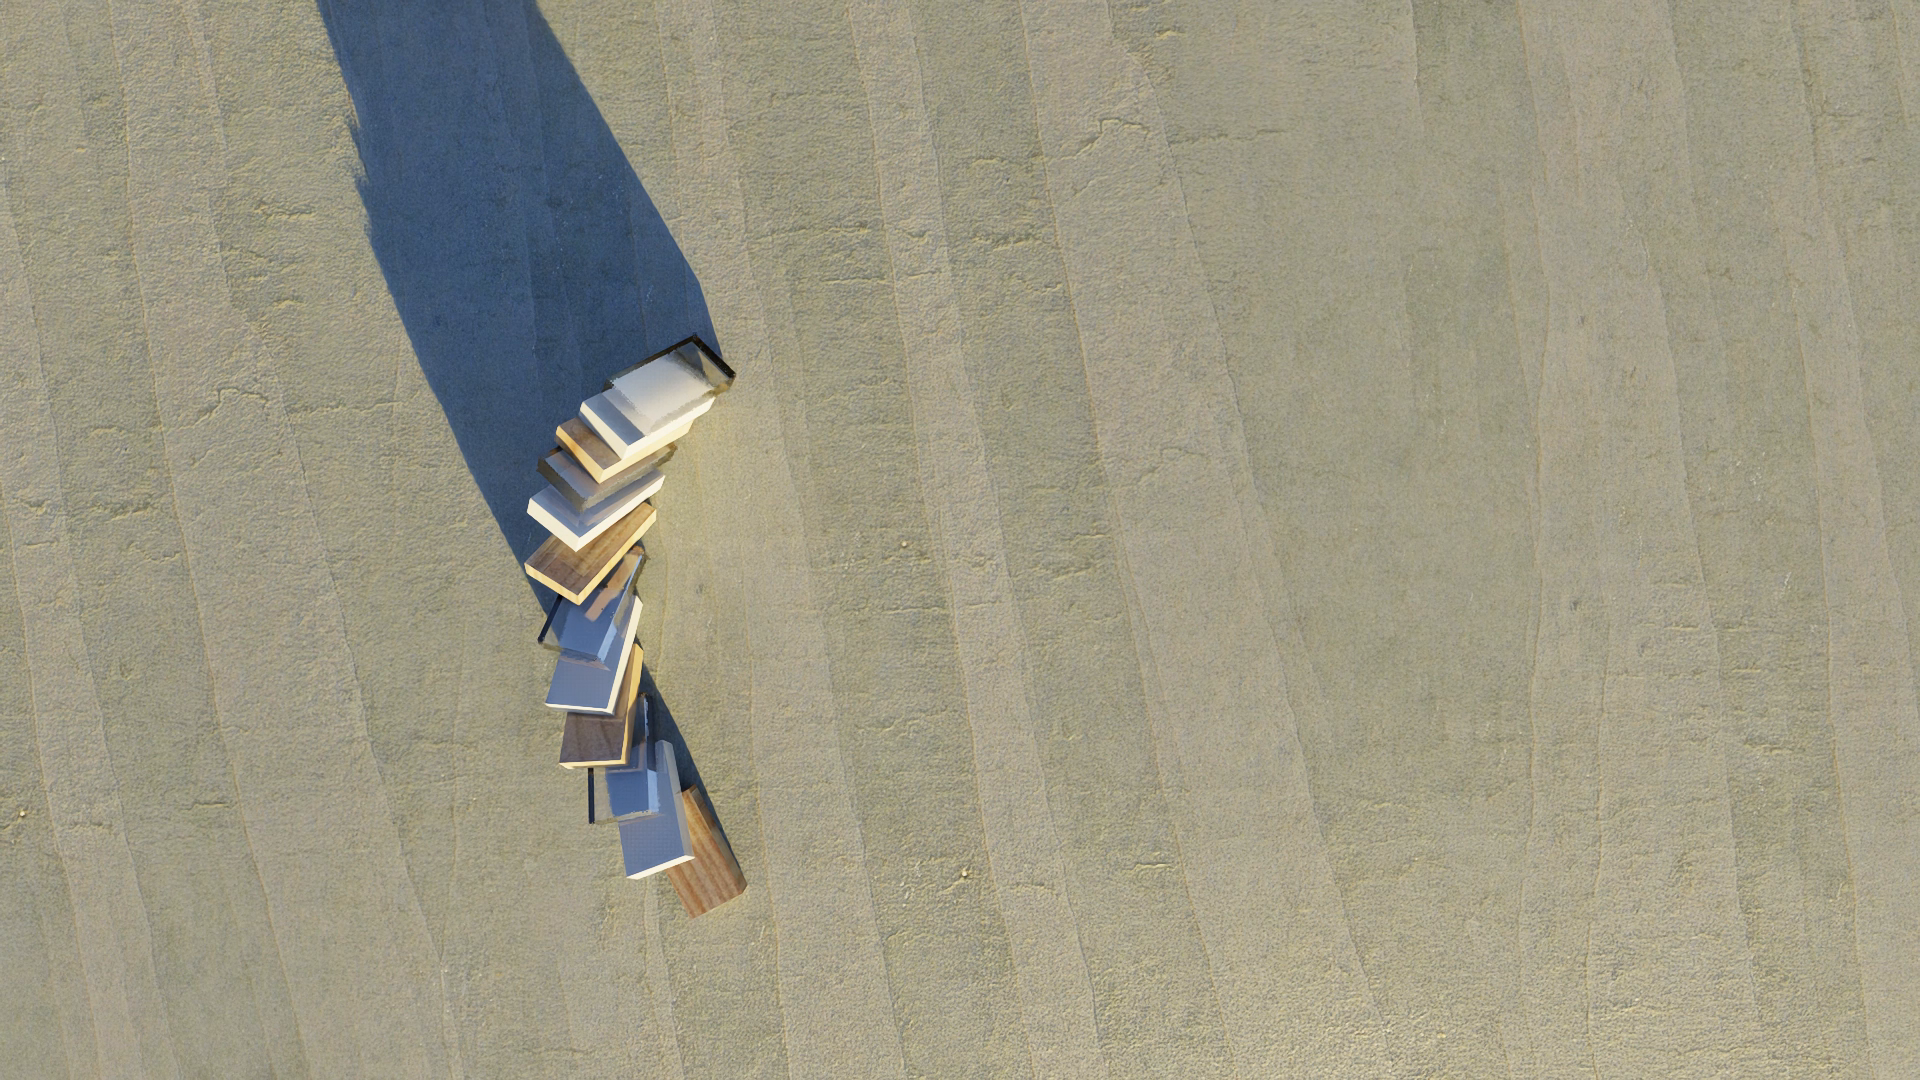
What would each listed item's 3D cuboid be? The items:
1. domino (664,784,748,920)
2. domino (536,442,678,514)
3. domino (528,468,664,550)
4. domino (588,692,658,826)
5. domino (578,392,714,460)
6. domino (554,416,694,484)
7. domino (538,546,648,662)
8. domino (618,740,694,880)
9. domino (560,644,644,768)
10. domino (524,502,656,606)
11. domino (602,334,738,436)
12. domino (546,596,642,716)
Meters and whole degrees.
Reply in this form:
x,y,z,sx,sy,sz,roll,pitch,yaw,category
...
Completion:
x,y,z,sx,sy,sz,roll,pitch,yaw,category
-0.115,0.134,0.395,0.025,0.010,0.050,-27,90,0,domino
-0.145,-0.034,0.379,0.025,0.050,0.009,45,134,1,domino
-0.149,-0.019,0.379,0.025,0.050,0.010,39,134,0,domino
-0.142,0.091,0.385,0.025,0.010,0.050,-12,65,0,domino
-0.129,-0.055,0.379,0.025,0.050,0.010,44,134,0,domino
-0.138,-0.046,0.379,0.025,0.050,0.010,44,134,1,domino
-0.153,0.024,0.384,0.025,0.010,0.050,14,63,0,domino
-0.130,0.113,0.385,0.025,0.009,0.050,-21,65,0,domino
-0.150,0.069,0.384,0.025,0.010,0.050,-3,63,0,domino
-0.153,0.000,0.382,0.025,0.009,0.050,32,56,0,domino
-0.119,-0.065,0.379,0.025,0.050,0.009,44,134,0,domino
-0.153,0.047,0.384,0.025,0.010,0.050,5,63,0,domino
